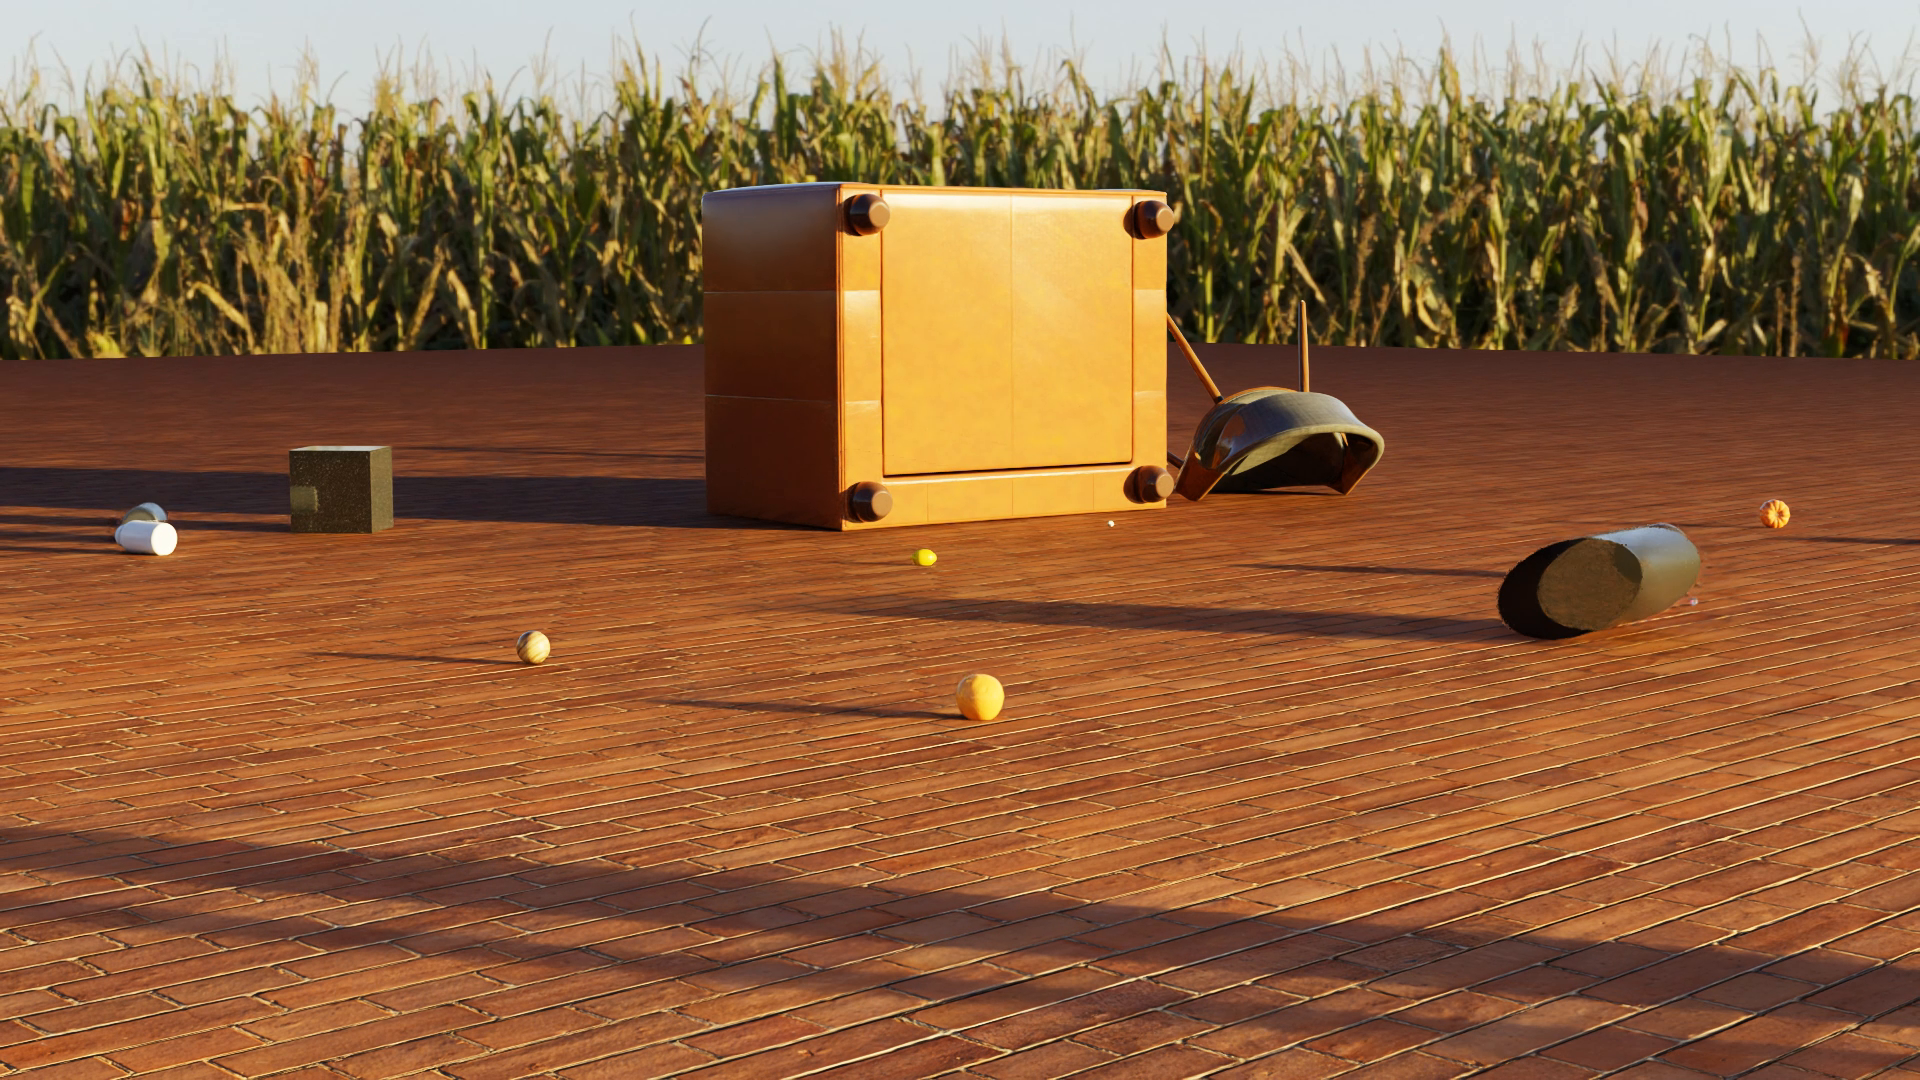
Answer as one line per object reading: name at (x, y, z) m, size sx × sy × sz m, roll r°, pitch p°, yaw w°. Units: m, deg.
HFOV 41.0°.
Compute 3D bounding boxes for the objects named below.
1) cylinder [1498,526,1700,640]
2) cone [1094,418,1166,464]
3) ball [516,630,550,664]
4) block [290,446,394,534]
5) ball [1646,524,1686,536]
cylinder at (1.177, 0.078, 4.723) m, size 0.291 × 0.171 × 0.261 m, roll -22°, pitch -9°, yaw 38°
cone at (0.612, -0.306, 8.974) m, size 0.249 × 0.153 × 0.228 m, roll 20°, pitch -24°, yaw 5°
ball at (-0.726, 0.183, 4.361) m, size 0.057 × 0.057 × 0.057 m, roll 0°, pitch 6°, yaw 0°
block at (-1.603, -0.132, 6.656) m, size 0.212 × 0.213 × 0.181 m, roll 0°, pitch 6°, yaw 5°
ball at (1.523, 0.025, 5.570) m, size 0.123 × 0.123 × 0.123 m, roll 0°, pitch 6°, yaw 0°
